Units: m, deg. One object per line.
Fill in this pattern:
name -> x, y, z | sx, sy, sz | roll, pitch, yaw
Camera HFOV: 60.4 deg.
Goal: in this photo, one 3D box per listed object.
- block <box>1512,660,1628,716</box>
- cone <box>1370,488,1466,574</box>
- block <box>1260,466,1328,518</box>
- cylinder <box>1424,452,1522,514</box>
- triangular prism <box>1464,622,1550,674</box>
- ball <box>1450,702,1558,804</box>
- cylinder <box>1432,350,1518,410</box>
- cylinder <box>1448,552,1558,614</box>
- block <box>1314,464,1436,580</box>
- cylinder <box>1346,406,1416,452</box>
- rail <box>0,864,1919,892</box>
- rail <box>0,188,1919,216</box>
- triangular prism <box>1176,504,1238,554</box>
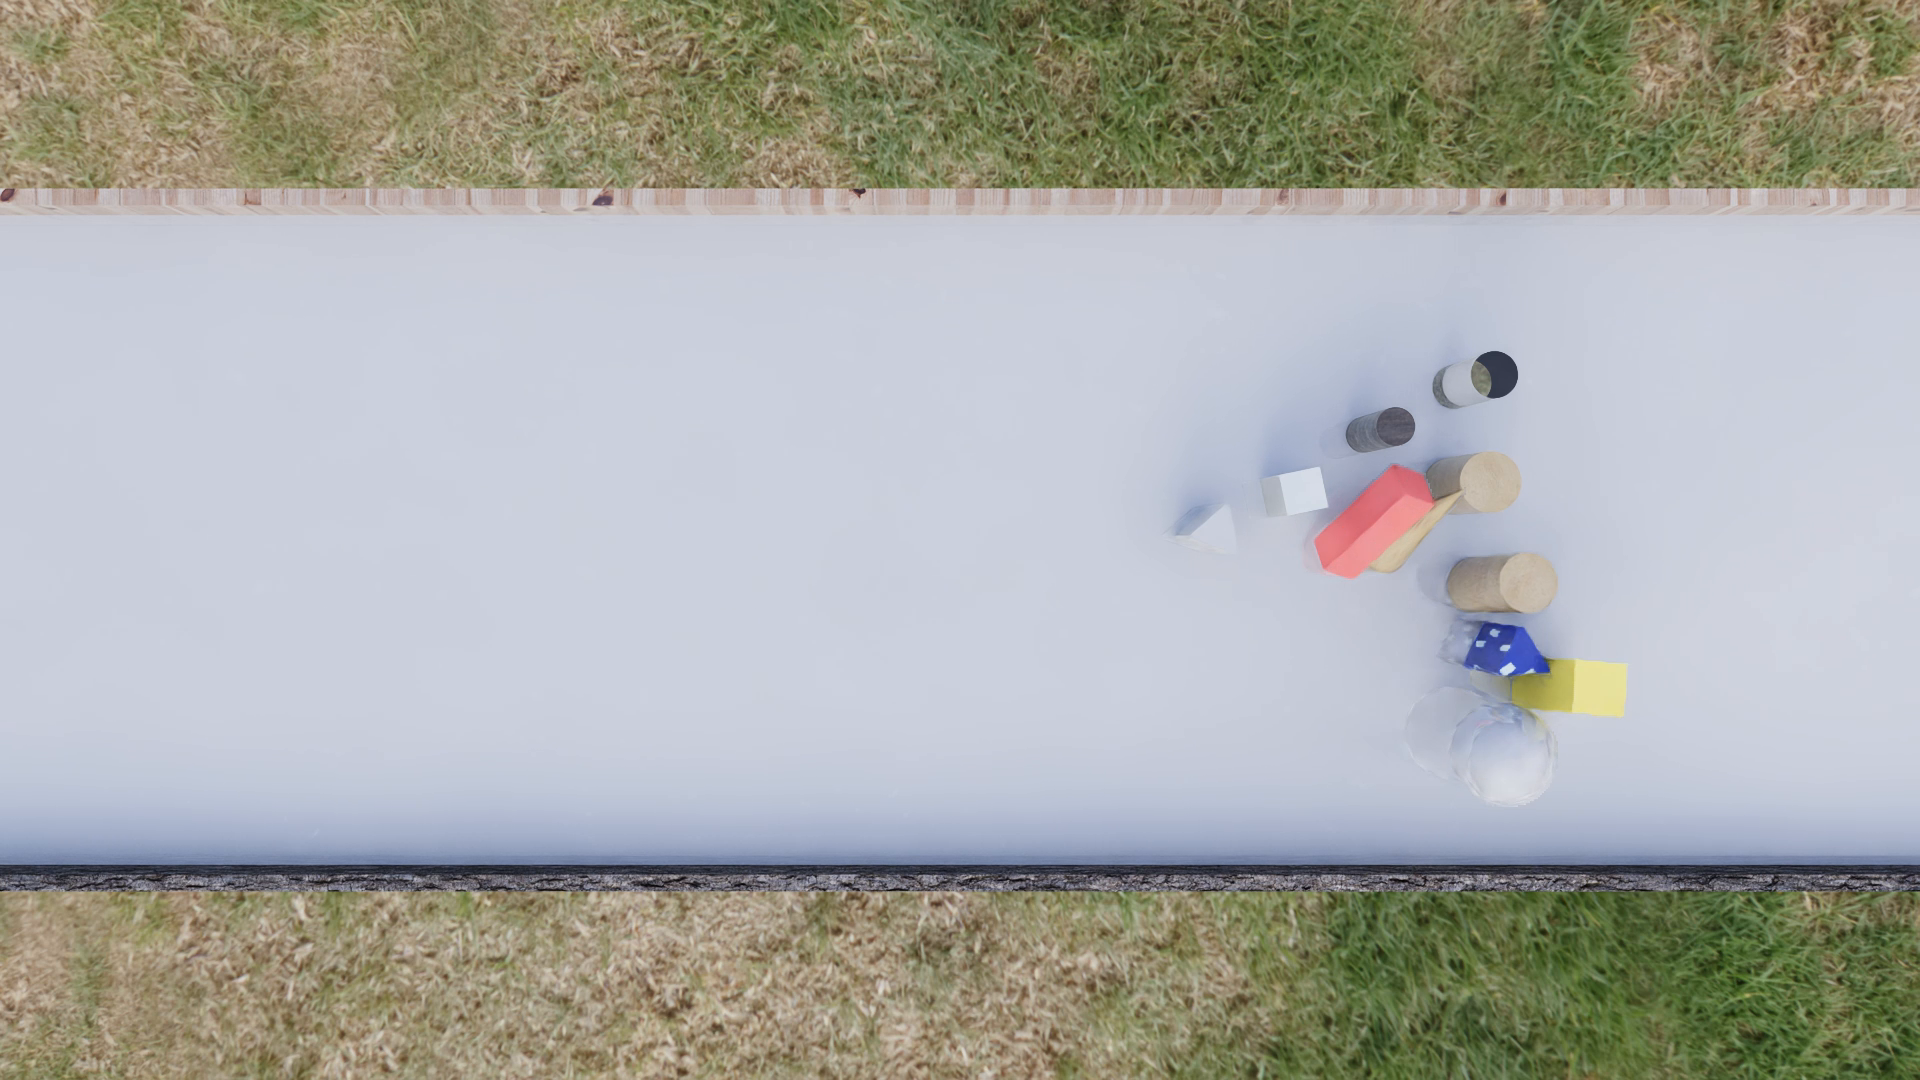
block -> 1.782, 0.430, 4.844 | 0.148, 0.450, 0.148 | 5, 86, -2
cone -> 1.356, -0.061, 4.846 | 0.170, 0.436, 0.170 | 9, 64, -18
block -> 0.993, -0.141, 4.921 | 0.120, 0.312, 0.120 | -12, 90, 0
cylinder -> 1.511, -0.165, 4.886 | 0.176, 0.381, 0.176 | 0, 90, 0
triangular prism -> 1.625, 0.317, 4.922 | 0.154, 0.305, 0.133 | -3, 90, -1
ball -> 1.589, 0.625, 4.827 | 0.298, 0.298, 0.298 | 0, 90, 0
cylinder -> 1.522, -0.471, 4.886 | 0.136, 0.381, 0.136 | 0, 90, 0
cylinder -> 1.594, 0.131, 4.865 | 0.171, 0.411, 0.171 | 0, 87, -4
block -> 1.220, -0.049, 4.873 | 0.118, 0.118, 0.364 | 16, 134, -27
cylinder -> 1.243, -0.324, 4.890 | 0.111, 0.374, 0.111 | 0, 90, 0
rail -> -2.247, 1.025, 5.001 | 12.000, 0.150, 0.050 | 0, 90, 0
rail -> -2.247, -1.025, 5.002 | 12.000, 0.150, 0.050 | 0, 90, 0
triangular prism -> 0.751, -0.045, 4.911 | 0.147, 0.330, 0.127 | 19, 90, 0
